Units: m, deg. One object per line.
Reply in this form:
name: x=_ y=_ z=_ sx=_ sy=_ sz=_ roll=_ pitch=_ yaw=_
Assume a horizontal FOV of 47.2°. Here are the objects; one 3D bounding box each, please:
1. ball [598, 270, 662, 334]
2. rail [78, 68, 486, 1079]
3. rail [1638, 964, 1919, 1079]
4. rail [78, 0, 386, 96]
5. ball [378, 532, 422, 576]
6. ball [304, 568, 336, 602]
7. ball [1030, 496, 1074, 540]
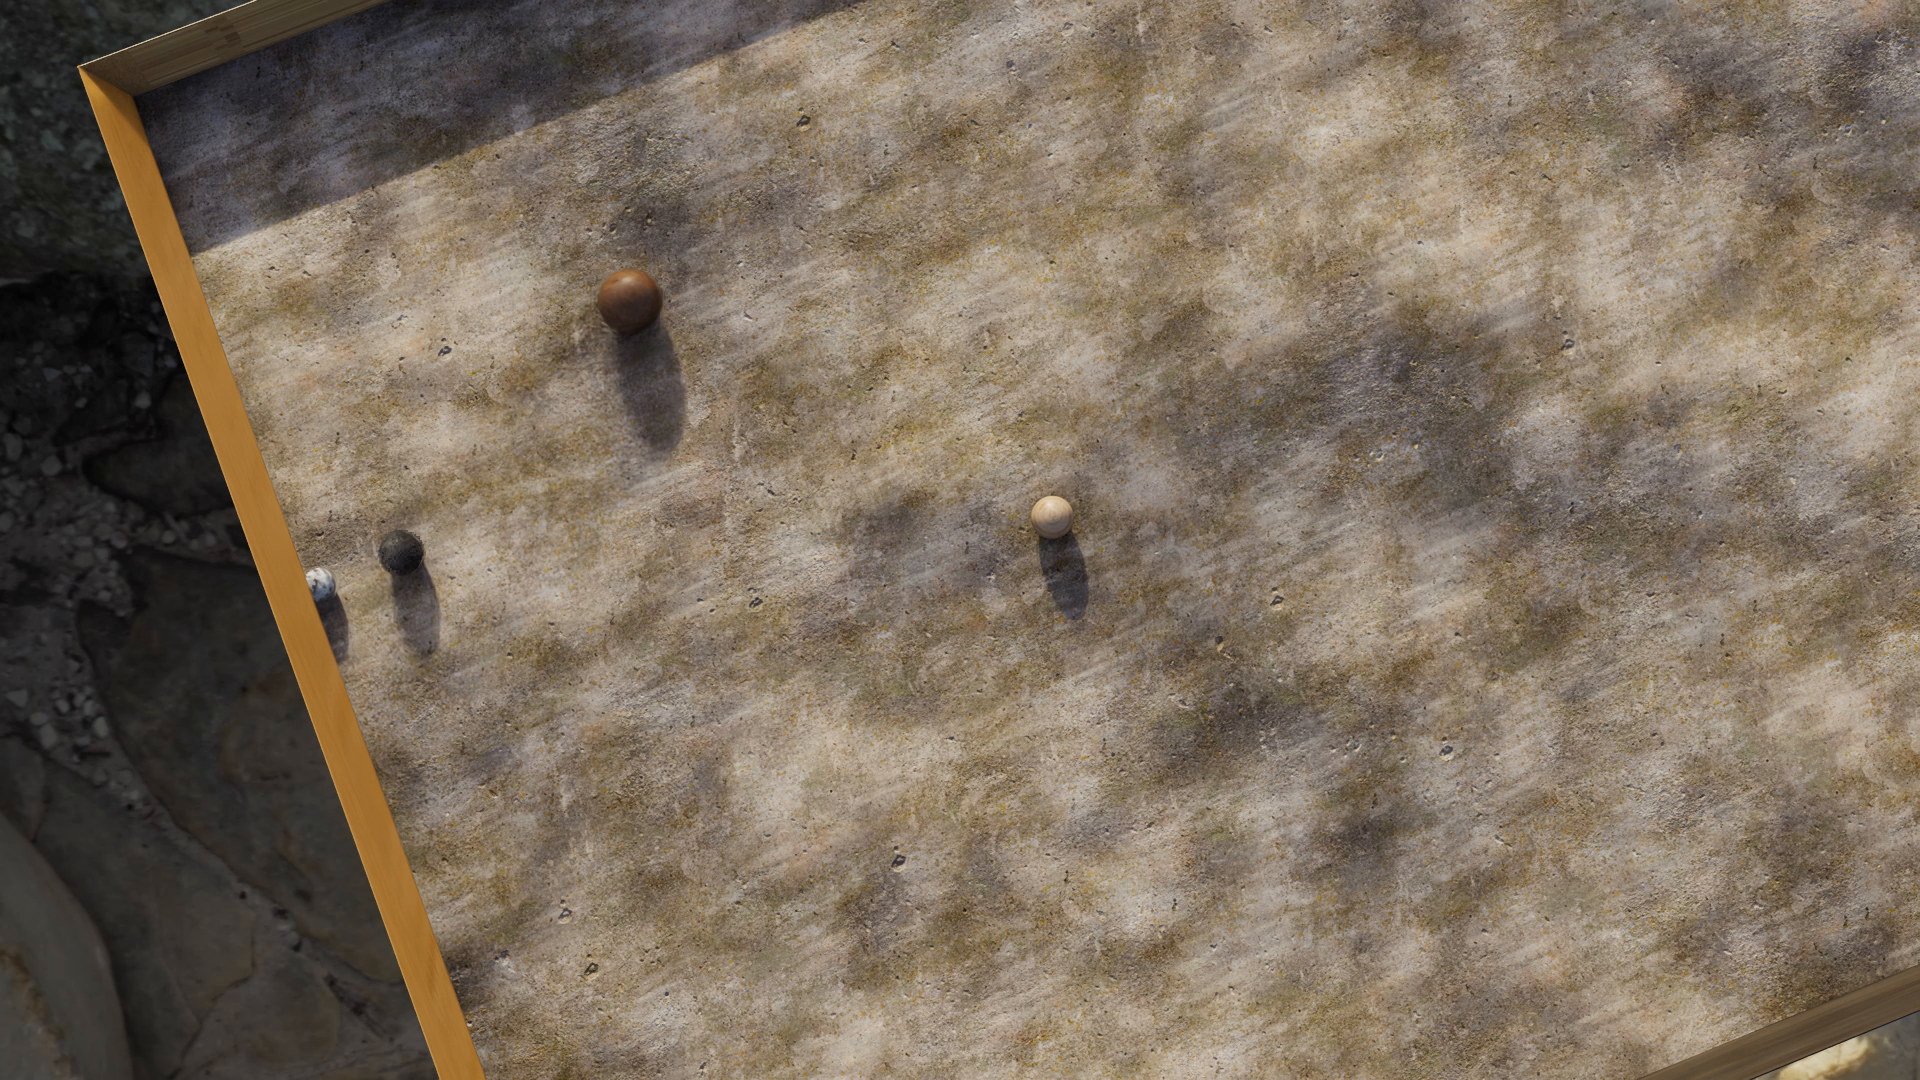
ball: x=-0.494 y=-0.356 z=3.287 sx=0.095 sy=0.095 sz=0.095 roll=0 pitch=83 yaw=0
rail: x=-0.872 y=0.337 z=3.189 sx=0.045 sy=0.123 sz=2.250 roll=-21 pitch=84 yaw=-3
rail: x=1.297 y=0.664 z=3.150 sx=3.842 sy=0.123 sz=0.045 roll=-21 pitch=84 yaw=-3
rail: x=0.490 y=-1.371 z=3.394 sx=3.842 sy=0.123 sz=0.045 roll=-21 pitch=84 yaw=-3
ball: x=-0.829 y=0.020 z=3.257 sx=0.065 sy=0.065 sz=0.065 roll=0 pitch=83 yaw=0
ball: x=-0.951 y=0.066 z=3.260 sx=0.049 sy=0.049 sz=0.049 roll=0 pitch=83 yaw=0
ball: x=0.137 y=-0.033 z=3.264 sx=0.065 sy=0.065 sz=0.065 roll=0 pitch=83 yaw=0
